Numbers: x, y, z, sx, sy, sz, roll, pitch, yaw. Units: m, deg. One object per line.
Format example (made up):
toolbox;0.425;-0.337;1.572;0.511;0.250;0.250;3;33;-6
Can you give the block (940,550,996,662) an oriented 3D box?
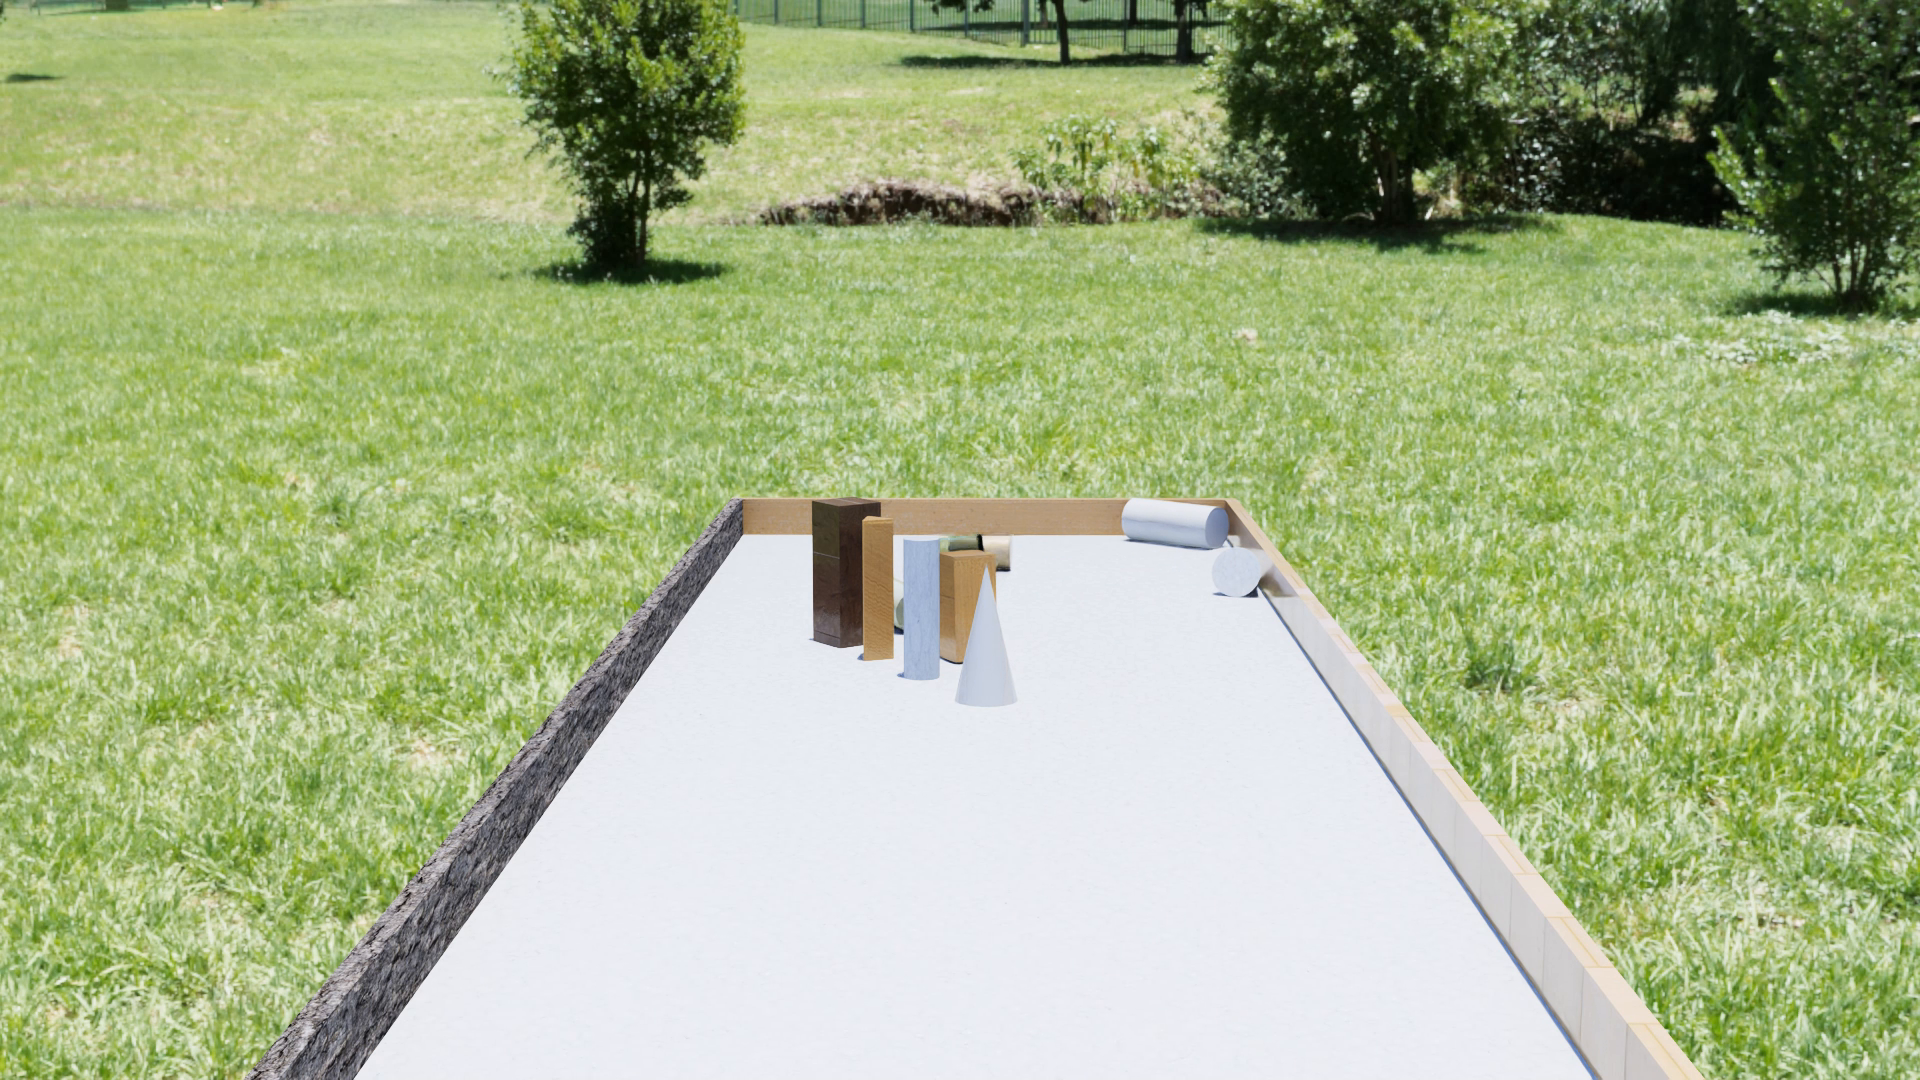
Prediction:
block;0.020;0.200;6.702;0.138;0.321;0.138;-4;7;-23

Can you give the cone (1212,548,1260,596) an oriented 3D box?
cone;1.028;0.134;7.892;0.177;0.177;0.311;4;-6;21

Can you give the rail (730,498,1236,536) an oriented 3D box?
rail;0.099;-0.098;9.147;2.100;0.150;0.050;0;9;1

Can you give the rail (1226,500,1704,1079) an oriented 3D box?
rail;1.046;0.843;3.208;0.050;0.150;12.000;0;9;1

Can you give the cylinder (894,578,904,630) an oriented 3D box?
cylinder;-0.200;0.209;7.237;0.142;0.142;0.328;-4;10;-21

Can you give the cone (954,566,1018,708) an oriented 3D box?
cone;0.074;0.257;6.147;0.179;0.389;0.179;0;9;0

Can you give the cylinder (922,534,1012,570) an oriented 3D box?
cylinder;0.026;0.045;8.327;0.338;0.126;0.126;1;9;6

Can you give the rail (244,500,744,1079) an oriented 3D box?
rail;-1.004;0.839;3.234;0.050;0.150;12.000;0;9;1

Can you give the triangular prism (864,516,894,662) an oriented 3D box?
triangular prism;-0.264;0.146;6.707;0.098;0.432;0.085;-4;10;-23

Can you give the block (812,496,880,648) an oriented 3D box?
block;-0.357;0.101;6.940;0.156;0.449;0.156;-7;11;-36

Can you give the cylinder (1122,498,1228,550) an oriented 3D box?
cylinder;0.870;-0.068;8.899;0.410;0.170;0.170;8;12;40

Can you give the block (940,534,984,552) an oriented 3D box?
block;-0.026;0.157;6.905;0.165;0.325;0.165;-5;4;41

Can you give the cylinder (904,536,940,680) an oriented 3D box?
cylinder;-0.112;0.198;6.438;0.107;0.414;0.107;0;9;0
